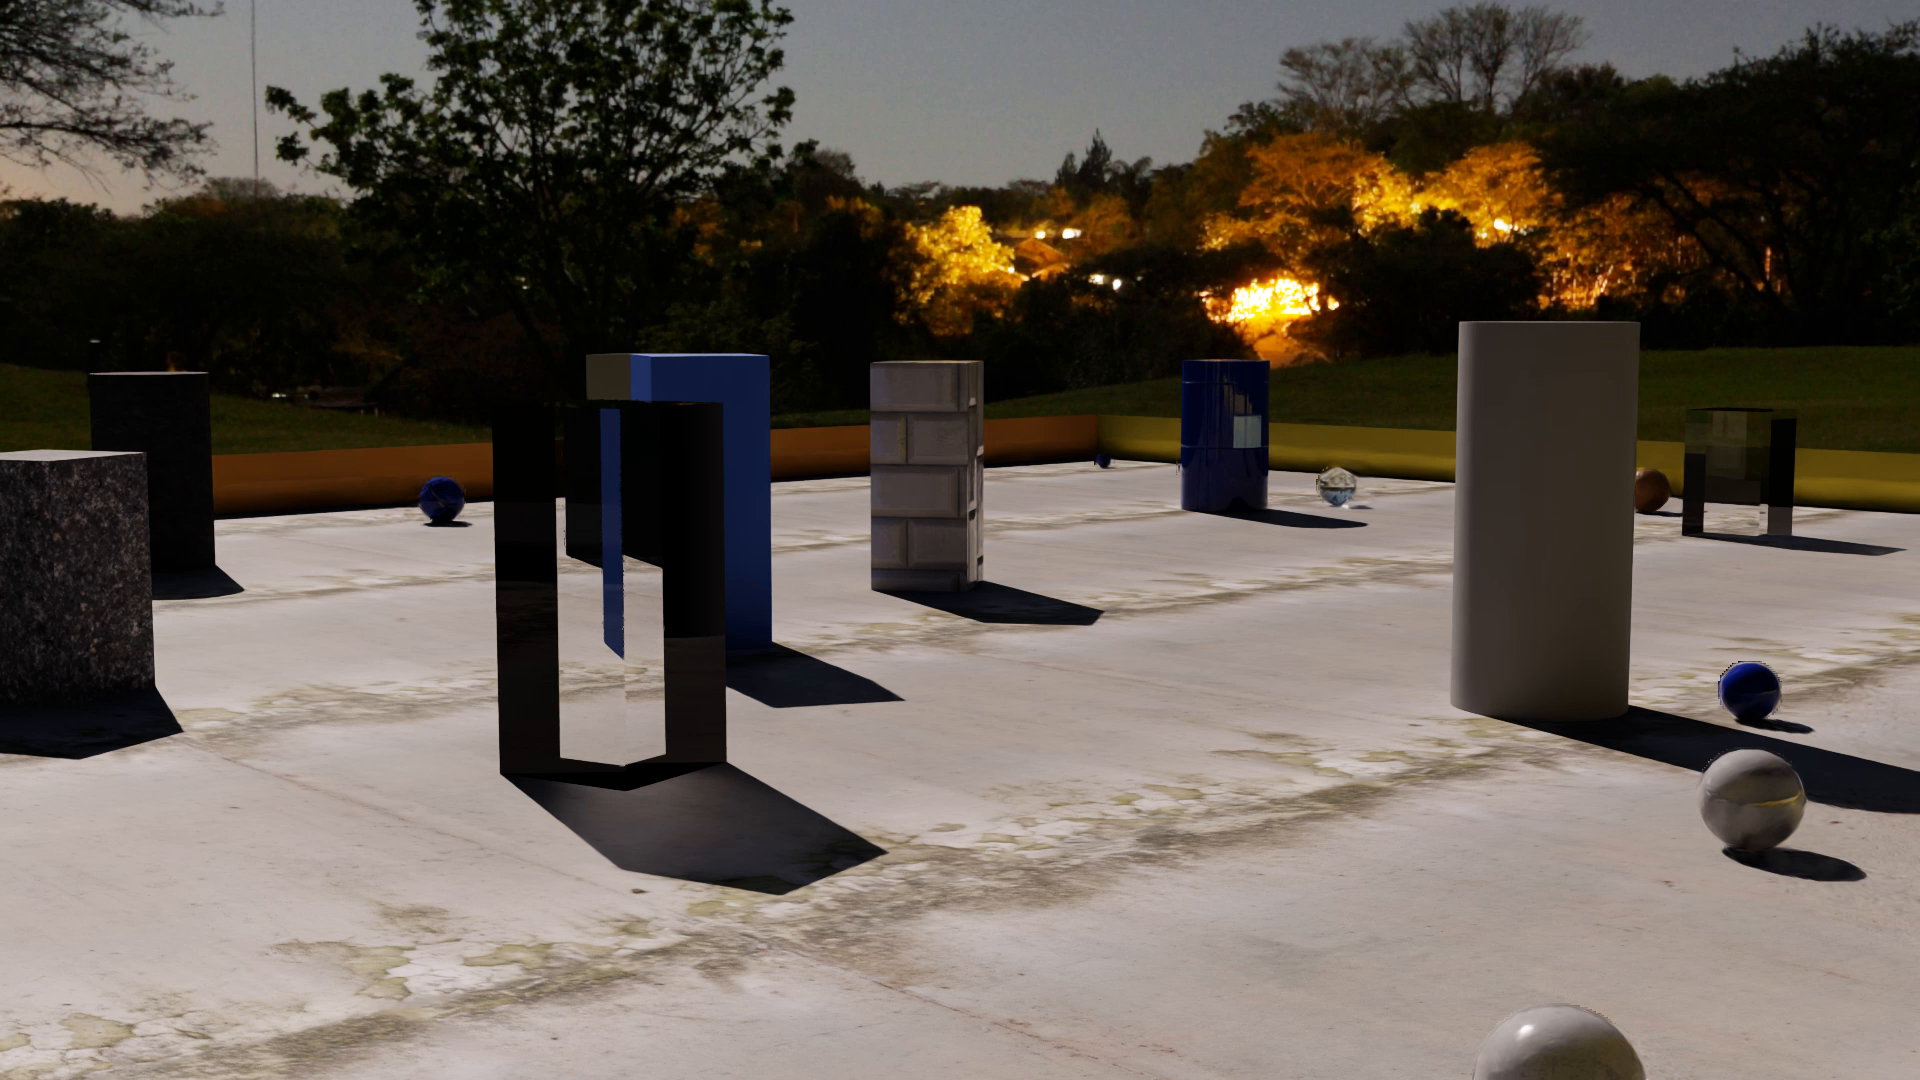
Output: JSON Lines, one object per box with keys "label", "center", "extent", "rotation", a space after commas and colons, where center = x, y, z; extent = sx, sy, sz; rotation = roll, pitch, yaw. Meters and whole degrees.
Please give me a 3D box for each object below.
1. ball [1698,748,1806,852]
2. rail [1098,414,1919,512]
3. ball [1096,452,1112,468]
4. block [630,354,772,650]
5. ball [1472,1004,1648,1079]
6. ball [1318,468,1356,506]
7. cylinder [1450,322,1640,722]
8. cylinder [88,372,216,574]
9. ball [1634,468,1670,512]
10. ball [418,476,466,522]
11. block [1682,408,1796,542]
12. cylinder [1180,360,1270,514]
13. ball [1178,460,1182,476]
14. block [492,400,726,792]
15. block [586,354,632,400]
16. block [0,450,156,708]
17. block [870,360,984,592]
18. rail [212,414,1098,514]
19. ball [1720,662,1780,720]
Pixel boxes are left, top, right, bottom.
{"label": "ball", "center": [0.653, 0.214, 1.814], "extent": [0.084, 0.084, 0.084], "rotation": [0, 6, 0]}
{"label": "rail", "center": [1.882, -0.148, 5.059], "extent": [0.045, 0.126, 4.371], "rotation": [-5, 8, -42]}
{"label": "ball", "center": [0.406, -0.226, 6.213], "extent": [0.043, 0.043, 0.043], "rotation": [0, 6, 0]}
{"label": "block", "center": [-0.346, -0.054, 2.934], "extent": [0.156, 0.384, 0.156], "rotation": [-2, 6, -18]}
{"label": "ball", "center": [0.309, 0.284, 1.131], "extent": [0.088, 0.088, 0.088], "rotation": [0, 6, 0]}
{"label": "ball", "center": [0.861, -0.122, 5.015], "extent": [0.086, 0.086, 0.086], "rotation": [0, 6, 0]}
{"label": "cylinder", "center": [0.652, -0.027, 2.458], "extent": [0.194, 0.431, 0.194], "rotation": [0, 6, 0]}
{"label": "cylinder", "center": [-1.395, -0.120, 3.800], "extent": [0.194, 0.335, 0.194], "rotation": [0, 6, 0]}
{"label": "ball", "center": [1.514, -0.110, 4.843], "extent": [0.097, 0.097, 0.097], "rotation": [0, 6, 0]}
{"label": "ball", "center": [-1.086, -0.085, 4.612], "extent": [0.096, 0.096, 0.096], "rotation": [0, 6, 0]}
{"label": "block", "center": [1.535, -0.132, 4.332], "extent": [0.156, 0.249, 0.156], "rotation": [6, 8, 43]}
{"label": "cylinder", "center": [0.591, -0.234, 4.904], "extent": [0.194, 0.332, 0.194], "rotation": [0, 6, 0]}
{"label": "ball", "center": [0.604, -0.190, 5.741], "extent": [0.069, 0.069, 0.069], "rotation": [0, 6, 0]}
{"label": "block", "center": [-0.337, 0.046, 2.125], "extent": [0.156, 0.354, 0.156], "rotation": [4, 7, 30]}
{"label": "block", "center": [-0.589, -0.164, 4.090], "extent": [0.156, 0.362, 0.156], "rotation": [1, 6, 13]}
{"label": "block", "center": [-1.054, 0.040, 2.549], "extent": [0.156, 0.277, 0.156], "rotation": [2, 6, 20]}
{"label": "block", "center": [-0.052, -0.106, 3.546], "extent": [0.156, 0.361, 0.156], "rotation": [1, 6, 10]}
{"label": "rail", "center": [-1.466, -0.133, 4.912], "extent": [5.170, 0.126, 0.045], "rotation": [-5, 8, -42]}
{"label": "ball", "center": [0.860, 0.165, 2.392], "extent": [0.062, 0.062, 0.062], "rotation": [0, 6, 0]}
